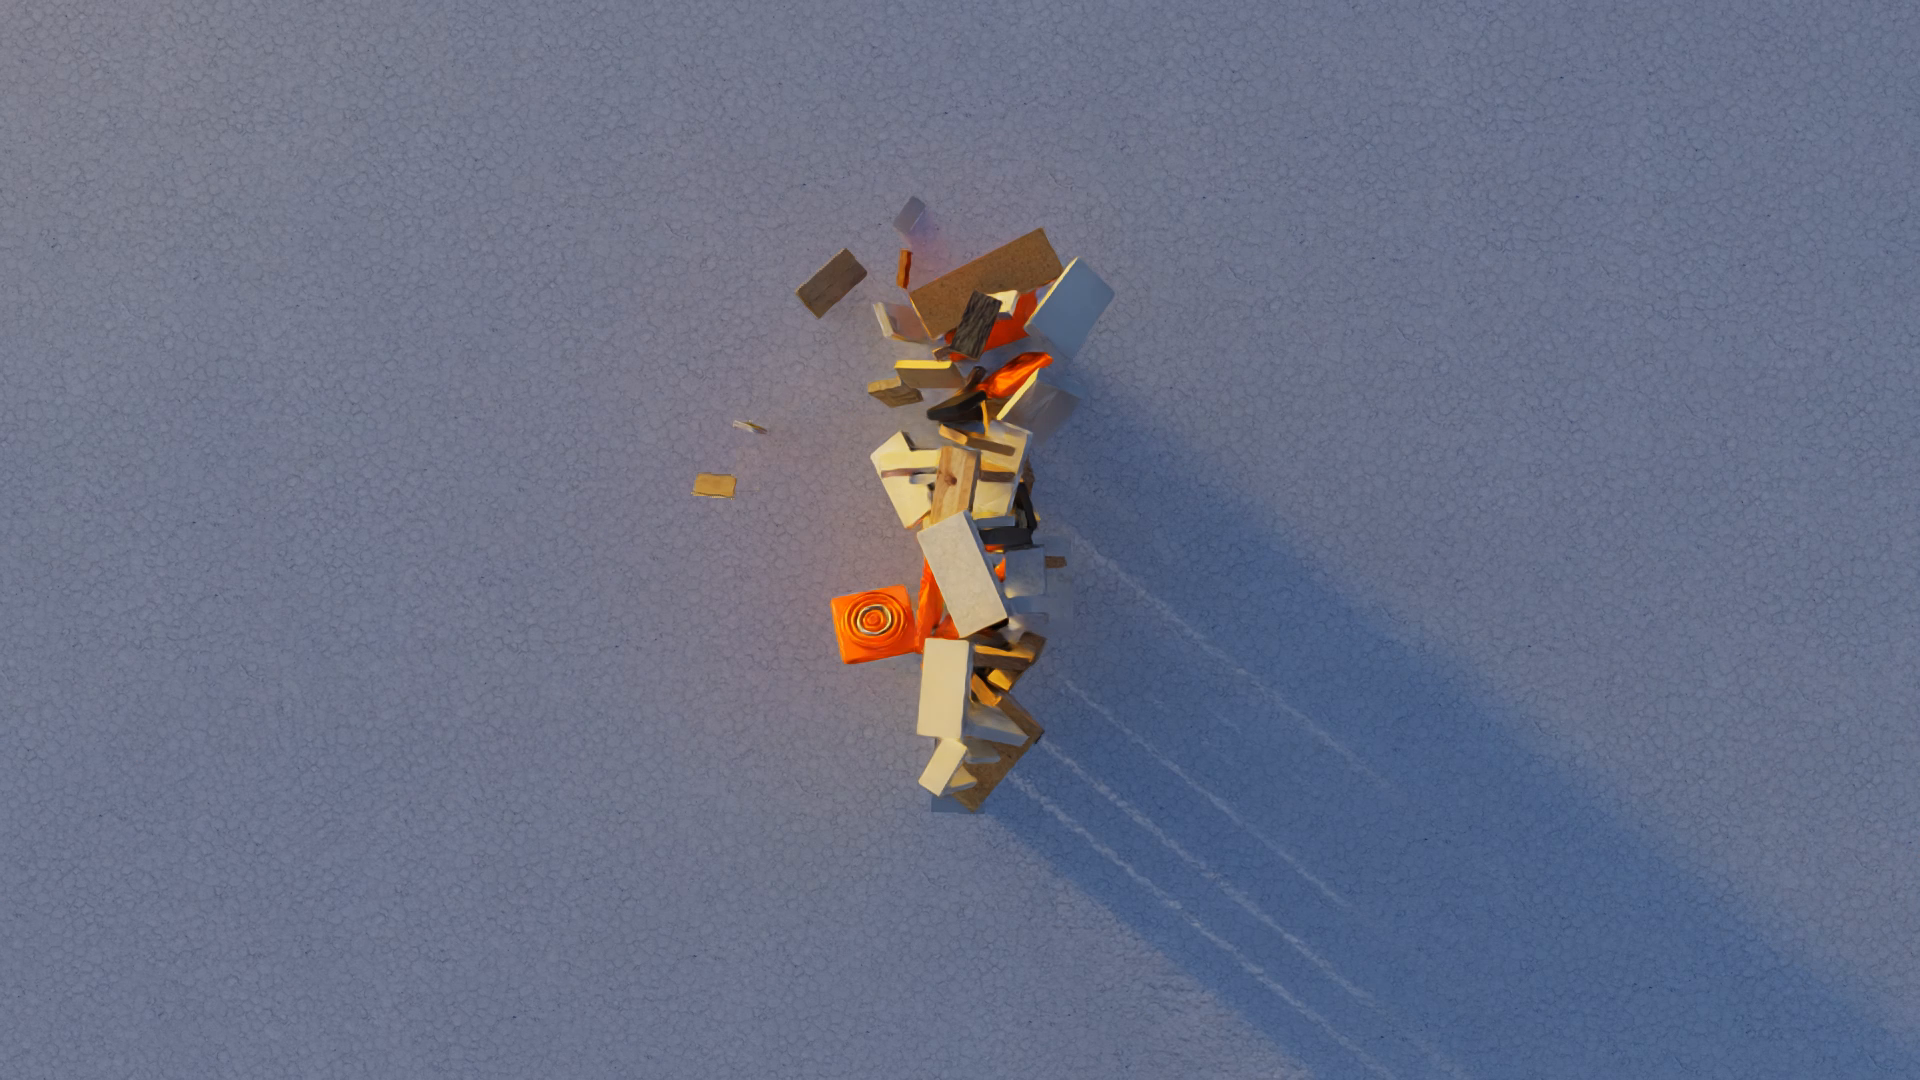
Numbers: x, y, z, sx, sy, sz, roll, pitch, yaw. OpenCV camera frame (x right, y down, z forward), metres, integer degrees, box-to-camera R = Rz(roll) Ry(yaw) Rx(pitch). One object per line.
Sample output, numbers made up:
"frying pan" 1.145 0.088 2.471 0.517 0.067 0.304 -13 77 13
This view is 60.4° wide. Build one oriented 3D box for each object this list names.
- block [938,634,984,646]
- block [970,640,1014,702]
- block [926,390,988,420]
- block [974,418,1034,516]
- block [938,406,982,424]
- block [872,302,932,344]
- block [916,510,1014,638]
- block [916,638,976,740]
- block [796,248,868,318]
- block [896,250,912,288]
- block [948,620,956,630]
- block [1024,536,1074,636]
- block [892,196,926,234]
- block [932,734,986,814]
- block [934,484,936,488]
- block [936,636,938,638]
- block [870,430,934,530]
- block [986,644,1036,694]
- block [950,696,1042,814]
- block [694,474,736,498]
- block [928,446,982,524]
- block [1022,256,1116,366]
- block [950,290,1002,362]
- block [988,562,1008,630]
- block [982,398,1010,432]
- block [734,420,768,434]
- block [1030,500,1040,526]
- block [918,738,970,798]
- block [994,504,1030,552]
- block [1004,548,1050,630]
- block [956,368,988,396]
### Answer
"block" 0.003 0.445 5.181 0.149 0.042 0.298 2 90 0
"block" 0.097 0.400 4.951 0.194 0.028 0.097 -35 100 -9
"block" -0.008 -0.363 4.441 0.094 0.187 0.027 -9 103 27
"block" 0.114 -0.206 4.670 0.123 0.035 0.247 23 109 23
"block" 0.000 -0.404 5.357 0.142 0.284 0.040 -4 93 0
"block" -0.180 -0.698 5.316 0.031 0.371 0.110 -22 86 19
"block" 0.013 0.091 4.377 0.152 0.043 0.304 -26 83 25
"block" -0.036 0.379 4.216 0.124 0.035 0.248 3 85 27
"block" -0.418 -0.838 5.383 0.221 0.031 0.110 -44 102 -11
"block" -0.184 -0.897 5.456 0.017 0.059 0.119 2 106 -24
"block" 0.058 0.263 5.383 0.104 0.208 0.029 -13 92 -27
"block" 0.269 0.137 4.987 0.149 0.042 0.299 1 87 -28
"block" -0.168 -1.081 5.492 0.059 0.017 0.119 35 90 0
"block" 0.001 0.639 4.823 0.157 0.044 0.314 2 90 0
"block" -0.064 -0.179 5.343 0.142 0.283 0.040 -31 110 29
"block" -0.005 0.343 5.351 0.149 0.298 0.042 2 89 0
"block" -0.170 -0.190 5.246 0.142 0.040 0.284 -38 66 27
"block" 0.148 0.371 4.763 0.072 0.020 0.143 28 61 23
"block" 0.073 0.583 4.485 0.146 0.041 0.292 40 92 -2
"block" -0.810 -0.179 5.460 0.131 0.019 0.066 6 74 8
"block" -0.012 -0.140 4.437 0.108 0.030 0.215 12 94 27
"block" 0.323 -0.673 4.843 0.160 0.045 0.320 43 56 -12
"block" 0.045 -0.595 4.575 0.089 0.025 0.177 22 86 1
"block" 0.087 0.185 5.268 0.104 0.029 0.208 -20 97 -27
"block" 0.126 -0.342 5.072 0.098 0.028 0.195 0 73 -24
"block" -0.684 -0.367 5.408 0.066 0.131 0.019 21 95 13
"block" 0.144 -0.127 4.990 0.114 0.032 0.229 -19 63 -13
"block" -0.041 0.590 4.313 0.073 0.021 0.146 29 87 31
"block" 0.148 -0.020 4.766 0.075 0.021 0.150 -16 93 26
"block" 0.191 0.139 4.688 0.112 0.032 0.223 -5 87 16
"block" 0.033 -0.512 5.440 0.019 0.066 0.131 44 114 21
